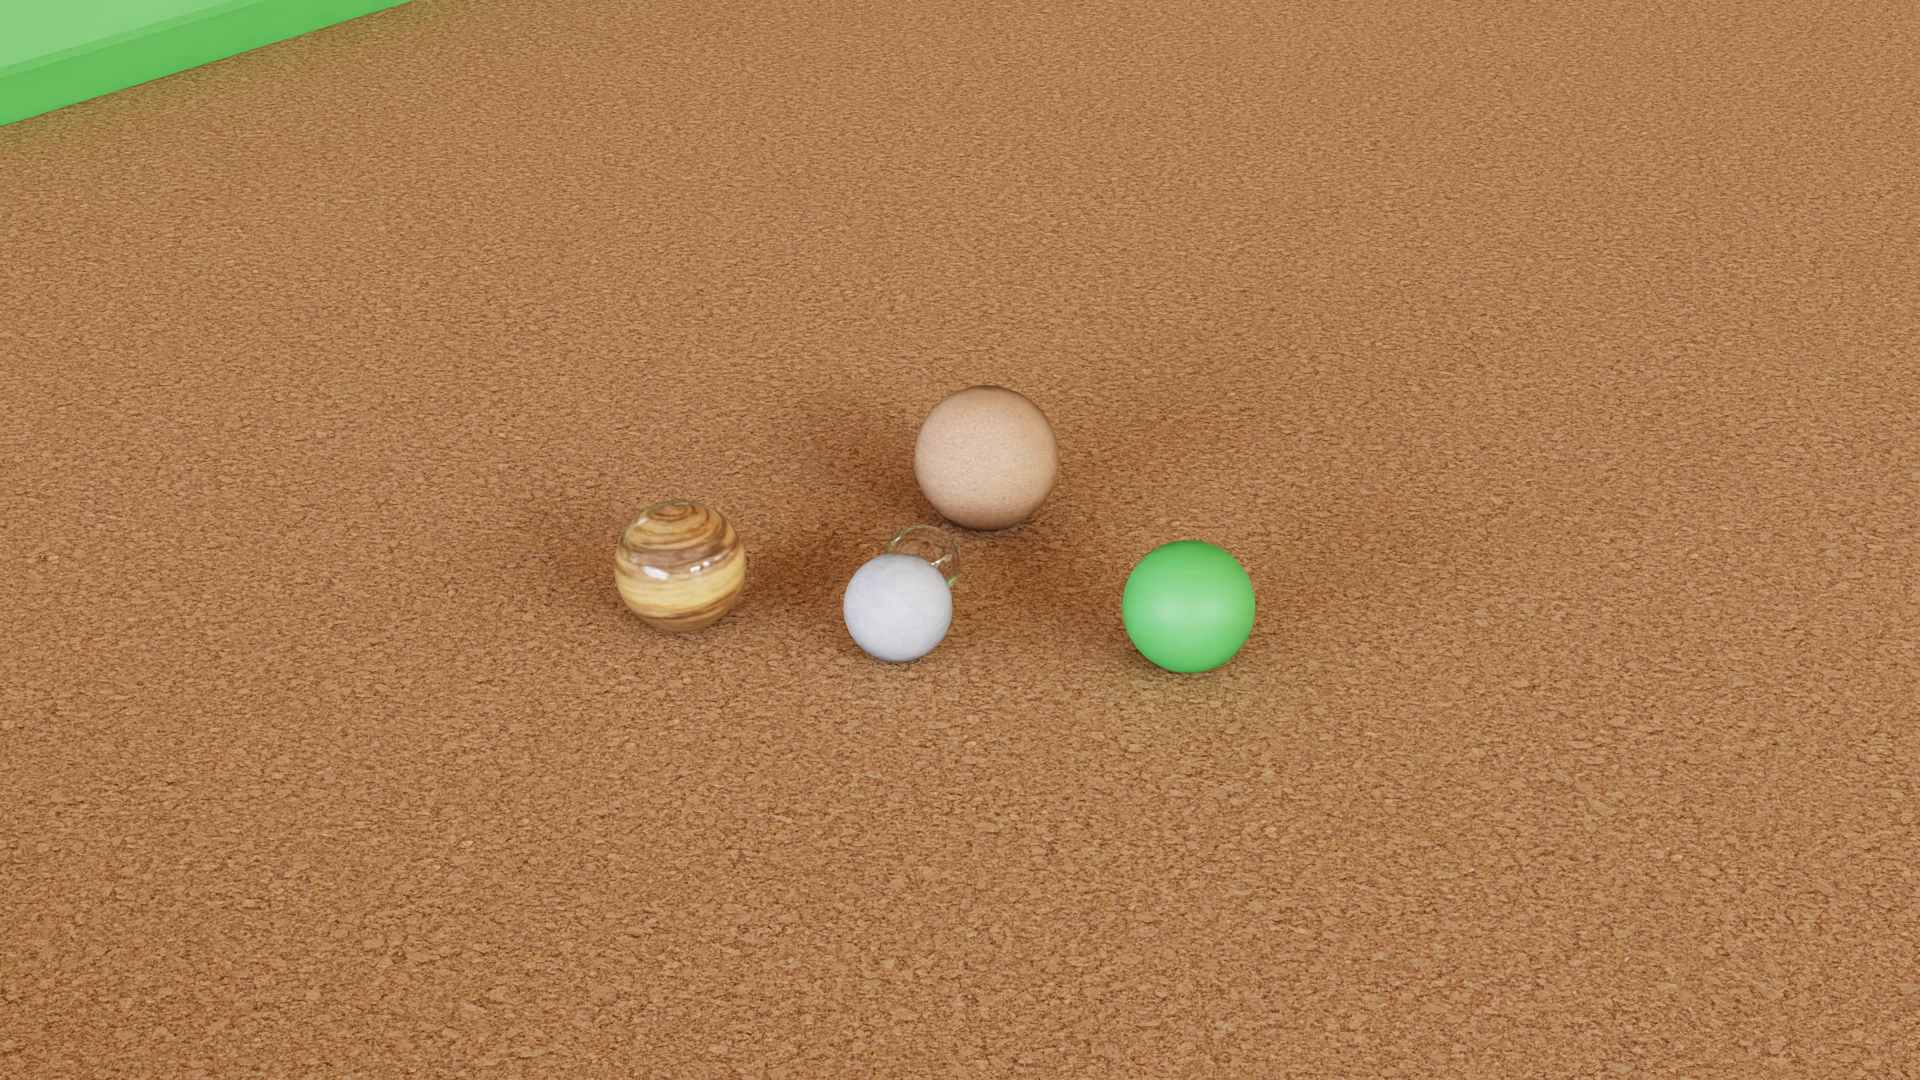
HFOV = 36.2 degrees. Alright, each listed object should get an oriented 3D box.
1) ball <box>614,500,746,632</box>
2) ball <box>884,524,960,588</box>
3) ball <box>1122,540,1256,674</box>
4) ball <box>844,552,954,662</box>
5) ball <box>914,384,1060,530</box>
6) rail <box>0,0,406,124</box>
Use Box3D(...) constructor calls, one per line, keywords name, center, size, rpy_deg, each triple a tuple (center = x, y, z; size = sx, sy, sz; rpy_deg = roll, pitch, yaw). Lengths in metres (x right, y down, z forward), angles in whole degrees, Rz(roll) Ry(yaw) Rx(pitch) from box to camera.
Box3D(name="ball", center=(-0.160, 0.015, 1.684), size=(0.076, 0.076, 0.076), rpy_deg=(0, 27, 0))
Box3D(name="ball", center=(-0.023, 0.014, 1.720), size=(0.045, 0.045, 0.045), rpy_deg=(0, 27, 0))
Box3D(name="ball", center=(0.128, 0.037, 1.642), size=(0.074, 0.074, 0.074), rpy_deg=(0, 27, 0))
Box3D(name="ball", center=(-0.035, 0.038, 1.654), size=(0.062, 0.062, 0.062), rpy_deg=(0, 27, 0))
Box3D(name="ball", center=(0.016, -0.050, 1.799), size=(0.089, 0.089, 0.089), rpy_deg=(0, 27, 0))
Box3D(name="rail", center=(-0.263, -0.712, 3.078), size=(0.045, 0.120, 4.218), rpy_deg=(19, 32, 33))
